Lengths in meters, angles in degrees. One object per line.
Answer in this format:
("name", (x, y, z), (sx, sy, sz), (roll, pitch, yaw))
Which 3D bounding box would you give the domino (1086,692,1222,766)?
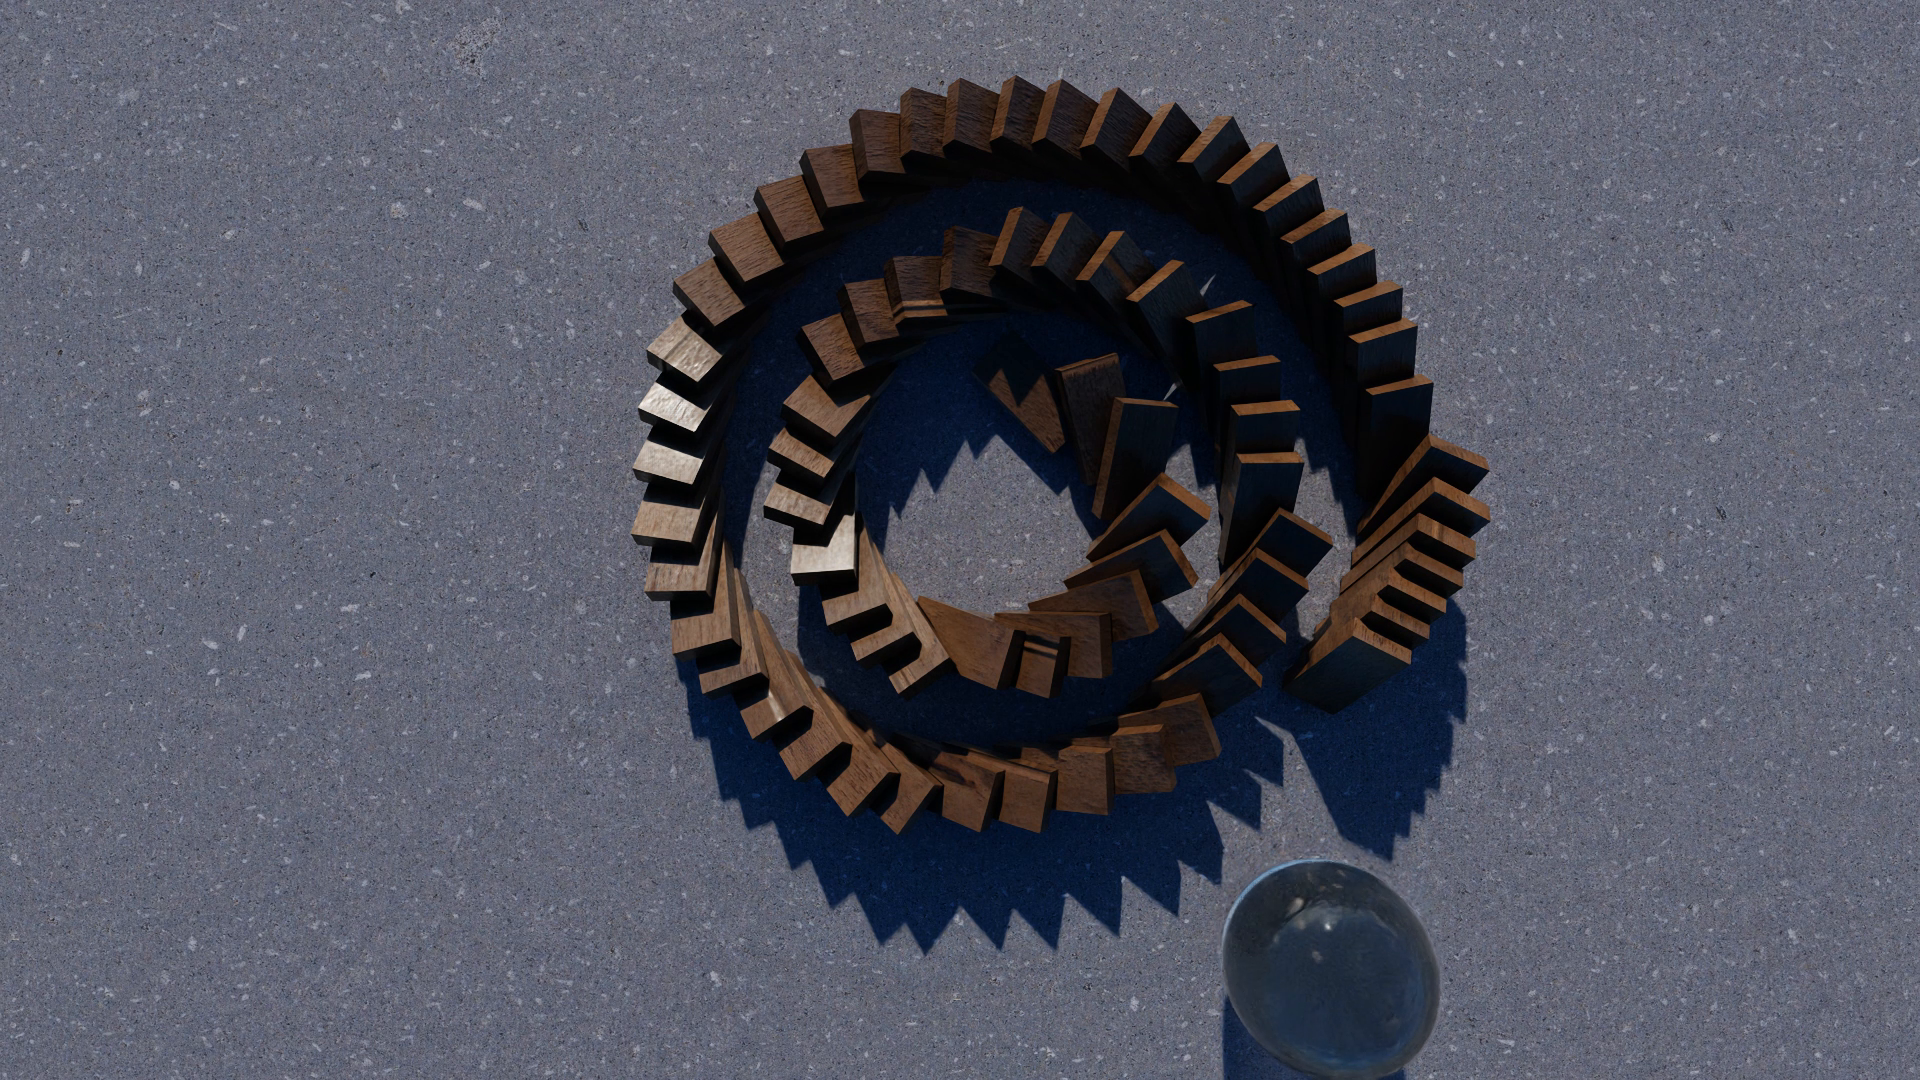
("domino", (0.081, 0.083, 0.384), (0.050, 0.010, 0.025), (-21, 90, 28))

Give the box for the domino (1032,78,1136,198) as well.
("domino", (0.055, -0.166, 0.382), (0.050, 0.010, 0.025), (18, 87, -31))

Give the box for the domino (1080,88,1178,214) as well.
("domino", (0.076, -0.162, 0.383), (0.050, 0.009, 0.025), (24, 89, -31))

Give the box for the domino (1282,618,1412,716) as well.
("domino", (0.158, 0.053, 0.377), (0.025, 0.050, 0.010), (27, 52, 0))

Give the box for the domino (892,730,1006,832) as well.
("domino", (-0.008, 0.101, 0.385), (0.050, 0.010, 0.025), (15, 90, 26))

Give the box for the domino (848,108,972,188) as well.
("domino", (-0.020, -0.163, 0.383), (0.050, 0.009, 0.025), (-9, 90, -32))

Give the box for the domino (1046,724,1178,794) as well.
("domino", (0.063, 0.093, 0.384), (0.050, 0.010, 0.025), (-12, 93, 28))

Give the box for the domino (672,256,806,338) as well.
("domino", (-0.092, -0.109, 0.384), (0.025, 0.010, 0.050), (48, 63, 1))

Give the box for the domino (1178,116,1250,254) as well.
("domino", (0.113, -0.147, 0.381), (0.025, 0.009, 0.050), (-49, 126, -2))

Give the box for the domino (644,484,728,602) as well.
("domino", (-0.114, 0.001, 0.383), (0.025, 0.009, 0.050), (-1, 61, 2))

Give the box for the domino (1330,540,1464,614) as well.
("domino", (0.178, 0.023, 0.377), (0.025, 0.050, 0.010), (27, 52, 0))

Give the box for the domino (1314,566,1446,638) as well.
("domino", (0.172, 0.033, 0.377), (0.025, 0.050, 0.009), (27, 52, 0))

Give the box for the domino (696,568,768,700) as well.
("domino", (-0.099, 0.039, 0.384), (0.025, 0.010, 0.050), (-21, 61, 0))

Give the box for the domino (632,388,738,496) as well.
("domino", (-0.114, -0.045, 0.384), (0.025, 0.010, 0.050), (15, 62, 0))

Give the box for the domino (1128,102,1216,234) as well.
("domino", (0.096, -0.154, 0.383), (0.050, 0.009, 0.025), (32, 90, -31))

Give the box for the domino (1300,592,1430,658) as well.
("domino", (0.165, 0.043, 0.377), (0.025, 0.050, 0.010), (27, 52, 0))

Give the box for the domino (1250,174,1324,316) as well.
("domino", (0.141, -0.122, 0.382), (0.025, 0.010, 0.050), (-33, 125, 0))

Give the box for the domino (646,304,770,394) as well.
("domino", (-0.104, -0.086, 0.384), (0.025, 0.009, 0.050), (33, 62, 2))

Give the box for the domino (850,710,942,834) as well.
("domino", (-0.034, 0.097, 0.384), (0.050, 0.010, 0.025), (36, 90, 27))

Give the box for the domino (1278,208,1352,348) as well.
("domino", (0.151, -0.108, 0.381), (0.025, 0.010, 0.050), (-29, 127, 0))

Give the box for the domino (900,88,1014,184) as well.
("domino", (-0.001, -0.168, 0.383), (0.050, 0.010, 0.025), (0, 90, -32))

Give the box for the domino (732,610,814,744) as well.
("domino", (-0.084, 0.057, 0.384), (0.025, 0.010, 0.050), (-33, 62, 0))

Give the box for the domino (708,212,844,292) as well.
("domino", (-0.077, -0.126, 0.384), (0.050, 0.010, 0.025), (-34, 89, -26))

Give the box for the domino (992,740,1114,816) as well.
("domino", (0.039, 0.099, 0.384), (0.050, 0.010, 0.025), (-2, 90, 27))

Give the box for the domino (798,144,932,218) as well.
("domino", (-0.039, -0.152, 0.384), (0.050, 0.010, 0.025), (-21, 90, -28))

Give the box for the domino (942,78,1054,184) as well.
("domino", (0.017, -0.170, 0.382), (0.050, 0.010, 0.025), (6, 88, -32))

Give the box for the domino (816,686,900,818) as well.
("domino", (-0.051, 0.088, 0.383), (0.025, 0.010, 0.050), (-48, 61, 3))

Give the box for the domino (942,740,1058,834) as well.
("domino", (0.014, 0.103, 0.385), (0.050, 0.009, 0.025), (10, 90, 26))

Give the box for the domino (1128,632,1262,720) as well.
("domino", (0.098, 0.063, 0.383), (0.025, 0.010, 0.050), (46, 121, -2))

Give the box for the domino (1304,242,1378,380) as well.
("domino", (0.160, -0.094, 0.381), (0.025, 0.010, 0.050), (-25, 126, 0))

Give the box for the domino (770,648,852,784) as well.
("domino", (-0.069, 0.073, 0.384), (0.025, 0.009, 0.050), (-39, 62, 1))

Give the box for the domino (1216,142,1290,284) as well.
("domino", (0.127, -0.135, 0.381), (0.025, 0.010, 0.050), (-41, 126, -1))

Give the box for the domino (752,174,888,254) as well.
("domino", (-0.058, -0.141, 0.385), (0.050, 0.010, 0.025), (-27, 90, -26))

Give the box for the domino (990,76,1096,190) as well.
("domino", (0.038, -0.169, 0.383), (0.050, 0.009, 0.025), (13, 89, -32))

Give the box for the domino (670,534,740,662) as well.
("domino", (-0.107, 0.024, 0.382), (0.025, 0.009, 0.050), (-15, 60, 3))

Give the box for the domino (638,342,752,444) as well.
("domino", (-0.110, -0.067, 0.384), (0.025, 0.010, 0.050), (23, 62, 0))

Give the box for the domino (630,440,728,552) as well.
("domino", (-0.117, -0.020, 0.383), (0.025, 0.010, 0.050), (8, 62, 3))
